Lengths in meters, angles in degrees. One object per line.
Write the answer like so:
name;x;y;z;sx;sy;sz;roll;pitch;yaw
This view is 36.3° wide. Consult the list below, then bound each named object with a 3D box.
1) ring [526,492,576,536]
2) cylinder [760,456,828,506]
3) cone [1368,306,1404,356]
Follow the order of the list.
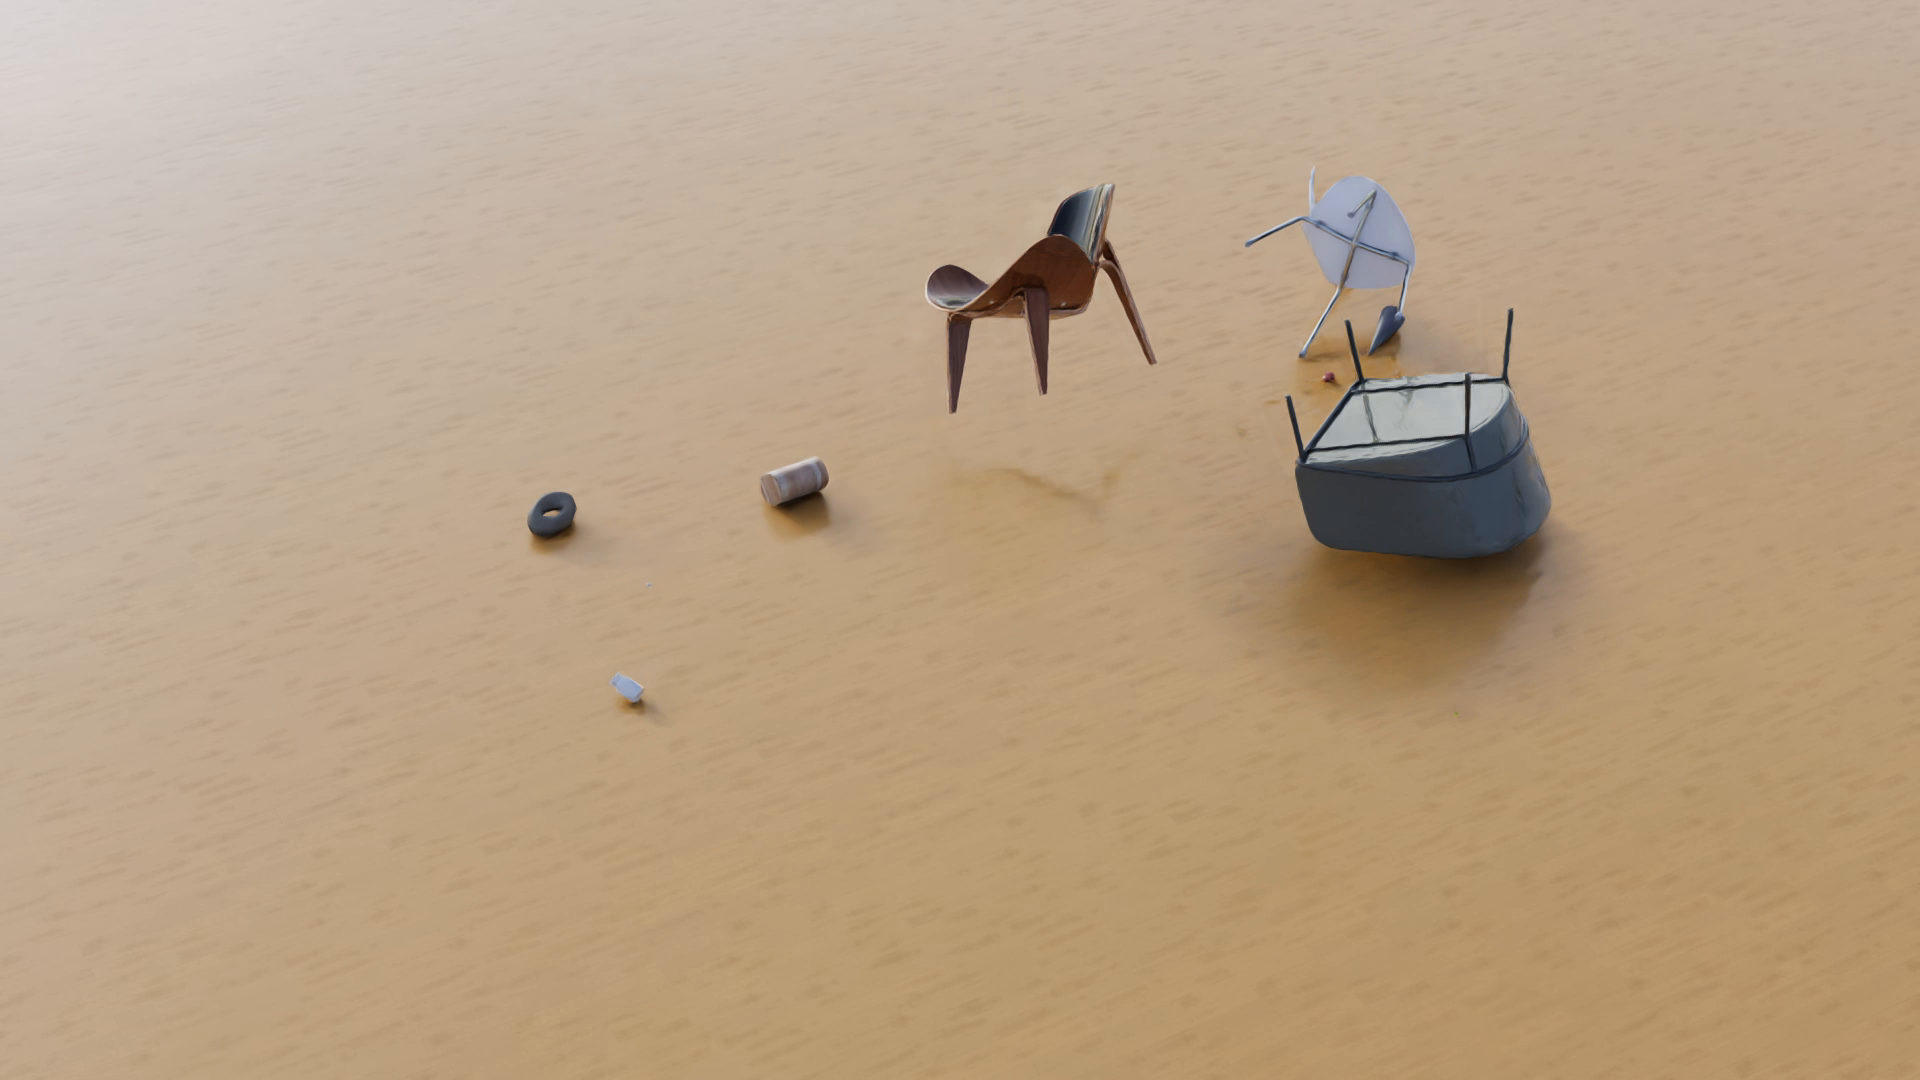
ring;-1.533;-0.098;11.005;0.155;0.077;0.235;28;45;13
cylinder;-0.630;-0.223;11.151;0.211;0.129;0.168;-21;0;-28
cone;1.745;-0.845;12.172;0.104;0.124;0.264;19;51;21
